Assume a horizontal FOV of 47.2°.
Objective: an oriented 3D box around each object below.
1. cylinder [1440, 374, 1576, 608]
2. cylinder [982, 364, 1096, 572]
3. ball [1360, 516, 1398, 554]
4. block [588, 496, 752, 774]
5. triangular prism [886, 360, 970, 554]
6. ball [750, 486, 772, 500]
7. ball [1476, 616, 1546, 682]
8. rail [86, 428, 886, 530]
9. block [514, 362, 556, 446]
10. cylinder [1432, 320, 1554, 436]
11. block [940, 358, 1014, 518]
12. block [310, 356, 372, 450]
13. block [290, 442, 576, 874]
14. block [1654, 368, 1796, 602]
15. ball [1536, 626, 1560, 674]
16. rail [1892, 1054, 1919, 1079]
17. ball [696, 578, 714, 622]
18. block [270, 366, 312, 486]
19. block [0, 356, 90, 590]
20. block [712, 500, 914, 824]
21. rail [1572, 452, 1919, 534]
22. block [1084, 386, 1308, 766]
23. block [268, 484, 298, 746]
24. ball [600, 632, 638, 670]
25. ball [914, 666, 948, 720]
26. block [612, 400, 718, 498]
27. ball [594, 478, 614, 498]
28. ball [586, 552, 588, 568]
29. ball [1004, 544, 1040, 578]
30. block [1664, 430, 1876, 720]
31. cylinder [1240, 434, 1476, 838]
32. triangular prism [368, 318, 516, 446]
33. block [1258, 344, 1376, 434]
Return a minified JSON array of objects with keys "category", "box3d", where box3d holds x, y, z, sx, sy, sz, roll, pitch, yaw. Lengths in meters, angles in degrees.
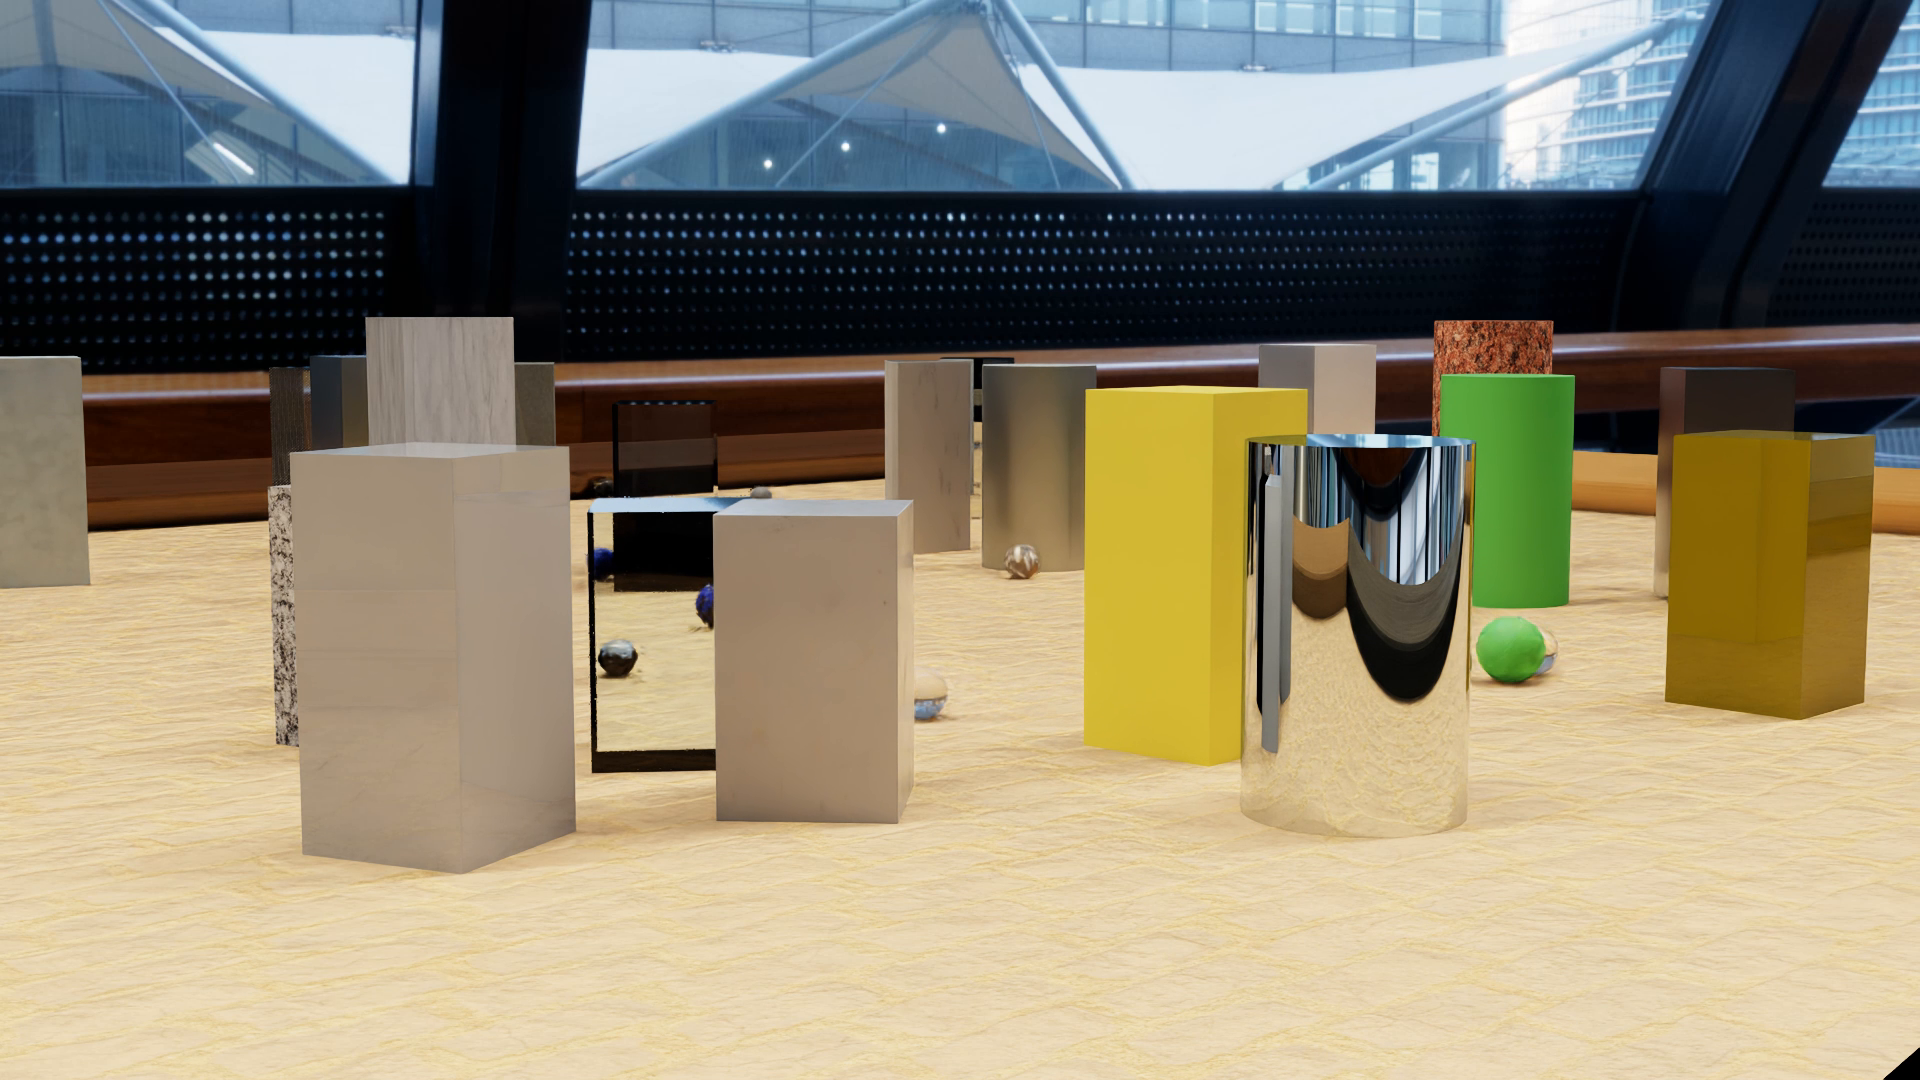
[{"category":"cylinder","box3d":[0.839,-0.080,3.385,0.200,0.346,0.200,0,6,0]},{"category":"cylinder","box3d":[0.138,-0.130,3.845,0.200,0.351,0.200,0,6,0]},{"category":"ball","box3d":[0.773,-0.010,4.061,0.069,0.069,0.069,0,6,0]},{"category":"block","box3d":[-0.285,0.090,2.200,0.160,0.253,0.160,-1,6,-6]},{"category":"triangular prism","box3d":[-0.094,-0.158,4.115,0.173,0.352,0.150,-4,7,-37]},{"category":"ball","box3d":[-0.447,-0.094,4.940,0.053,0.053,0.053,0,6,0]},{"category":"ball","box3d":[0.662,0.131,2.643,0.081,0.081,0.081,0,6,0]},{"category":"rail","box3d":[-1.362,-0.119,4.800,4.252,0.130,0.045,-5,8,-42]},{"category":"block","box3d":[-0.768,-0.121,3.736,0.160,0.356,0.160,-1,6,-9]},{"category":"cylinder","box3d":[0.920,-0.165,3.815,0.200,0.428,0.200,0,6,0]},{"category":"block","box3d":[0.038,-0.225,4.798,0.160,0.343,0.160,0,6,1]},{"category":"block","box3d":[-0.901,-0.097,3.415,0.160,0.376,0.160,-4,7,-33]},{"category":"block","box3d":[-0.435,0.090,1.832,0.160,0.331,0.160,3,6,24]},{"category":"block","box3d":[1.166,-0.083,3.362,0.160,0.358,0.160,0,6,5]},{"category":"ball","box3d":[0.705,0.136,2.702,0.060,0.060,0.060,0,6,0]},{"category":"rail","box3d":[1.362,0.187,1.863,4.252,0.130,0.045,-5,8,-42]},{"category":"ball","box3d":[-0.344,0.086,3.144,0.067,0.067,0.067,0,6,0]},{"category":"block","box3d":[-1.159,-0.148,4.069,0.160,0.342,0.160,5,8,42]},{"category":"block","box3d":[-1.526,-0.115,3.610,0.160,0.369,0.160,-3,7,-25]},{"category":"block","box3d":[-0.128,0.105,1.987,0.160,0.270,0.160,0,6,4]},{"category":"rail","box3d":[1.545,-0.114,4.750,0.045,0.130,4.065,-5,8,-42]},{"category":"block","box3d":[0.240,0.029,2.250,0.160,0.365,0.160,6,8,43]},{"category":"block","box3d":[-0.597,0.075,2.285,0.160,0.266,0.160,3,7,30]},{"category":"ball","box3d":[-0.424,0.138,2.741,0.047,0.047,0.047,0,6,0]},{"category":"ball","box3d":[-0.042,0.167,2.406,0.058,0.058,0.058,0,6,0]},{"category":"block","box3d":[-0.482,-0.078,3.615,0.160,0.296,0.160,0,6,-4]},{"category":"ball","box3d":[-0.847,-0.123,5.243,0.048,0.048,0.048,0,6,0]},{"category":"ball","box3d":[-0.603,0.034,3.702,0.055,0.055,0.055,0,6,0]},{"category":"ball","box3d":[0.104,0.035,3.670,0.059,0.059,0.059,0,6,0]},{"category":"block","box3d":[0.919,0.033,2.498,0.160,0.306,0.160,-6,8,-44]},{"category":"cylinder","box3d":[0.351,0.078,1.946,0.200,0.332,0.200,0,6,0]},{"category":"triangular prism","box3d":[-0.643,-0.045,2.613,0.150,0.437,0.173,4,7,31]},{"category":"block","box3d":[0.696,-0.192,4.302,0.160,0.380,0.160,-4,7,-34]}]
